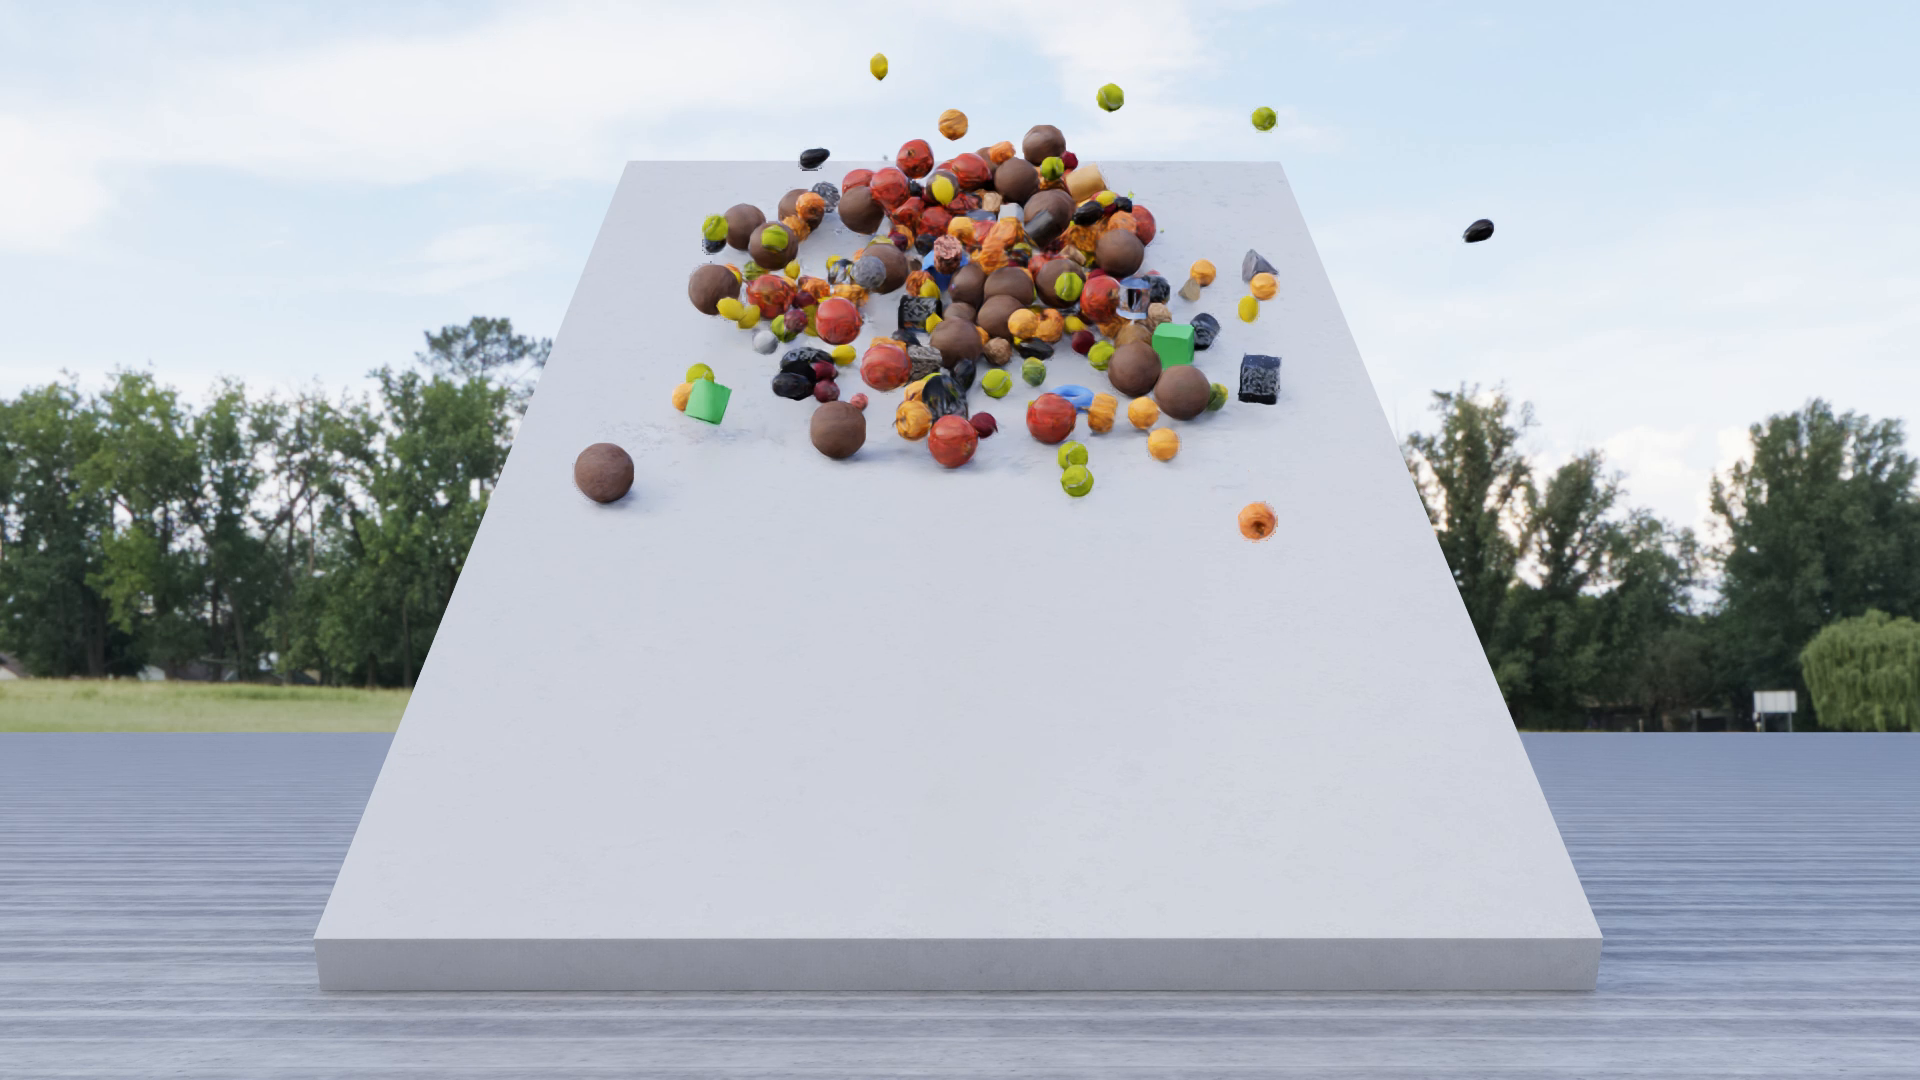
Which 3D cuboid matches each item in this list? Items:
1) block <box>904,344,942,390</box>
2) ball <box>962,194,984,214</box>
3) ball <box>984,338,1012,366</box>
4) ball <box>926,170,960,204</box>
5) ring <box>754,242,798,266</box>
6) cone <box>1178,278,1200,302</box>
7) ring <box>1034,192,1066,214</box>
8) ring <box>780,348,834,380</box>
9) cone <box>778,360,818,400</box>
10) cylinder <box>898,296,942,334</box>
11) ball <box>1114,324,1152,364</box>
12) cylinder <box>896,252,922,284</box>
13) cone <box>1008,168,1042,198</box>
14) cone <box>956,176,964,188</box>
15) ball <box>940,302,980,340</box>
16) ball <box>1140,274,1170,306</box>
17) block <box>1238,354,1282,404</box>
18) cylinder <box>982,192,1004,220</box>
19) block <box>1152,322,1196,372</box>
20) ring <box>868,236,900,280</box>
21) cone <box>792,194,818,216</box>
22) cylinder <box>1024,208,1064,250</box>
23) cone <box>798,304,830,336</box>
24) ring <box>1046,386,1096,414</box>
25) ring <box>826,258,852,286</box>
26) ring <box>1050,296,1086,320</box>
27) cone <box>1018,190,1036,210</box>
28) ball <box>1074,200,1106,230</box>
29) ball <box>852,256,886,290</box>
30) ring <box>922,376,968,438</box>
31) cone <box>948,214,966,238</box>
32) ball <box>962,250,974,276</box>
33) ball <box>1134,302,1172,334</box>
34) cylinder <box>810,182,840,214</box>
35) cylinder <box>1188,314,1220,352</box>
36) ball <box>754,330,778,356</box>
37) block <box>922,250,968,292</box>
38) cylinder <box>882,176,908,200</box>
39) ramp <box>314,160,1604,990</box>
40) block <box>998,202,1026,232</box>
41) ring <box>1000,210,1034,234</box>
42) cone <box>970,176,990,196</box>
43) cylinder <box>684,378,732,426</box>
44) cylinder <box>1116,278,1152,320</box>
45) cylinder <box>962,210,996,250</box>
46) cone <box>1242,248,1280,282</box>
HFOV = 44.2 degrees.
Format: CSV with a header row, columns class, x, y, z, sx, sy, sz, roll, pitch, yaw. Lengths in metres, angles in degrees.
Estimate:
class,x,y,z,sx,sy,sz,roll,pitch,yaw
block,-0.090,-0.410,5.631,0.079,0.079,0.079,6,26,-6
ball,0.039,-0.954,6.745,0.071,0.071,0.071,0,-5,0
ball,0.093,-0.458,5.750,0.069,0.069,0.069,0,-5,0
ball,-0.048,-0.970,6.495,0.096,0.096,0.096,0,-5,0
ring,-0.501,-0.779,6.424,0.120,0.040,0.120,2,26,-1
cone,0.588,-0.648,6.181,0.060,0.060,0.060,4,-9,-39
ring,0.256,-0.959,6.721,0.098,0.033,0.098,-26,-9,-5
ring,-0.368,-0.425,5.709,0.131,0.044,0.131,1,30,-1
cone,-0.392,-0.376,5.609,0.093,0.093,0.093,1,0,-13
cylinder,-0.100,-0.566,5.938,0.091,0.091,0.091,5,-3,12
ball,0.425,-0.478,5.758,0.098,0.098,0.098,0,-5,0
cylinder,-0.143,-0.722,6.282,0.068,0.068,0.068,4,19,-39
cone,0.177,-1.049,6.920,0.092,0.092,0.092,10,1,27
cone,-0.027,-1.042,6.975,0.053,0.053,0.053,28,-28,16
ball,0.000,-0.545,5.893,0.097,0.097,0.097,0,-5,0
ball,0.495,-0.636,6.080,0.096,0.096,0.096,0,-5,0
block,0.708,-0.379,5.574,0.087,0.087,0.087,6,27,12
cylinder,0.094,-0.938,6.636,0.059,0.059,0.059,1,-22,1
block,0.520,-0.470,5.755,0.087,0.087,0.087,7,27,14
ring,-0.198,-0.732,6.118,0.039,0.117,0.117,-21,8,-34
cone,-0.432,-0.944,6.766,0.069,0.069,0.069,31,-4,1
cylinder,0.217,-0.807,6.140,0.077,0.077,0.077,-39,-11,7
cone,-0.377,-0.550,5.968,0.080,0.080,0.080,1,-2,-15
ring,0.259,-0.328,5.524,0.116,0.039,0.116,-1,26,1
ring,-0.311,-0.690,6.097,0.027,0.080,0.080,40,14,24
ring,0.278,-0.596,6.067,0.093,0.031,0.093,0,33,0
cone,0.207,-0.966,6.816,0.067,0.067,0.067,32,-4,3
ball,0.366,-0.917,6.654,0.087,0.087,0.087,0,-5,0
ball,-0.220,-0.648,5.728,0.081,0.081,0.081,0,-5,0
ring,-0.034,-0.303,5.359,0.049,0.147,0.147,-14,-11,33
cone,-0.004,-0.879,6.543,0.071,0.071,0.071,-1,-11,8
ball,0.005,-0.737,6.292,0.067,0.067,0.067,0,-5,0
ball,0.484,-0.547,5.901,0.094,0.094,0.094,0,-5,0
cylinder,-0.386,-0.975,6.728,0.085,0.085,0.085,0,14,-2
cylinder,0.596,-0.513,5.838,0.073,0.073,0.073,-2,26,26
ball,-0.458,-0.464,5.575,0.060,0.060,0.060,0,-5,0
block,-0.038,-0.716,6.183,0.082,0.082,0.082,-31,-62,27
cylinder,-0.187,-1.016,6.808,0.052,0.052,0.052,5,-23,-45
ramp,-0.010,-0.228,5.476,2.000,0.100,4.000,0,26,0
block,0.144,-0.897,6.559,0.054,0.054,0.054,-8,-27,26
ring,0.159,-0.900,6.663,0.103,0.103,0.034,0,-46,-3
cone,0.049,-1.035,6.919,0.063,0.063,0.063,1,5,-15
cylinder,-0.571,-0.313,5.348,0.086,0.086,0.086,17,-2,1
cylinder,0.420,-0.582,5.704,0.077,0.077,0.077,5,24,-2
cylinder,0.053,-0.856,6.519,0.085,0.085,0.085,7,32,-4
cone,0.810,-0.720,6.291,0.092,0.092,0.092,12,-8,-15
